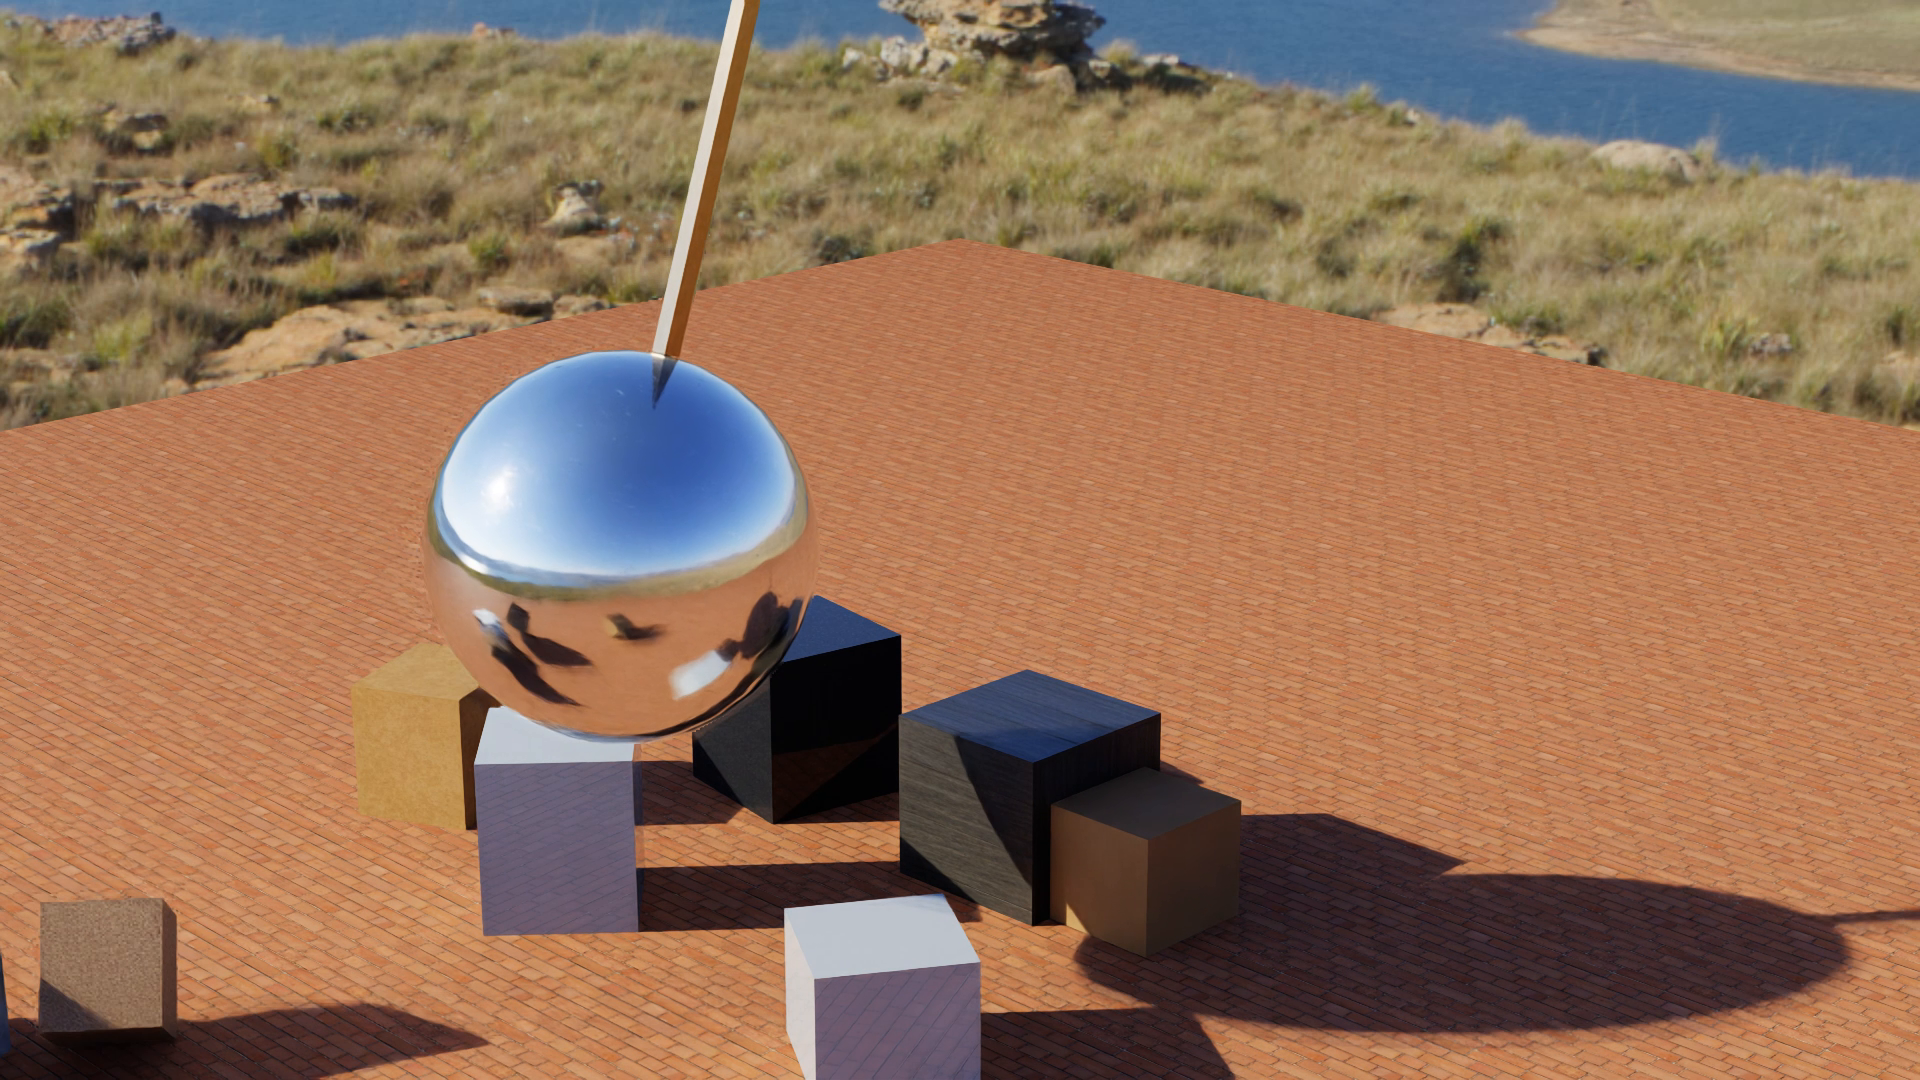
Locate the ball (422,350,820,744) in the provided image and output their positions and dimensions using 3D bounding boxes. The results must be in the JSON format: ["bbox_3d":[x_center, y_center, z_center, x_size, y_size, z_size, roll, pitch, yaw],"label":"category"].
[{"bbox_3d":[-1.374,0.026,11.910,1.600,1.600,1.600,0,17,0],"label":"ball"}]

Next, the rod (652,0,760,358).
[{"bbox_3d":[-0.595,-3.276,11.688,0.080,5.200,0.080,17,5,42],"label":"rod"}]

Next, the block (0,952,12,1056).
[{"bbox_3d":[-4.284,1.824,11.488,0.713,0.631,0.763,6,18,18],"label":"block"}]

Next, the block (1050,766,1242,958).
[{"bbox_3d":[0.817,1.411,12.943,0.566,0.547,0.620,17,24,42],"label":"block"}]

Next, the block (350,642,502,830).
[{"bbox_3d":[-2.513,0.945,14.238,0.580,0.659,0.658,6,18,19],"label":"block"}]

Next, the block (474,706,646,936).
[{"bbox_3d":[-1.770,1.239,13.058,0.676,0.807,0.695,-1,17,-3],"label":"block"}]

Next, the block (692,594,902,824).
[{"bbox_3d":[-0.806,0.818,14.394,0.748,0.808,0.753,-12,21,-33],"label":"block"}]

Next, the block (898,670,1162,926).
[{"bbox_3d":[0.317,1.156,13.377,0.830,0.774,0.851,16,24,42],"label":"block"}]

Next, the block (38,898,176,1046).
[{"bbox_3d":[-3.392,1.726,11.697,0.464,0.508,0.478,-2,-16,-9],"label":"block"}]

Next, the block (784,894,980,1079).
[{"bbox_3d":[-0.314,1.818,11.653,0.655,0.544,0.658,-4,18,-13],"label":"block"}]
